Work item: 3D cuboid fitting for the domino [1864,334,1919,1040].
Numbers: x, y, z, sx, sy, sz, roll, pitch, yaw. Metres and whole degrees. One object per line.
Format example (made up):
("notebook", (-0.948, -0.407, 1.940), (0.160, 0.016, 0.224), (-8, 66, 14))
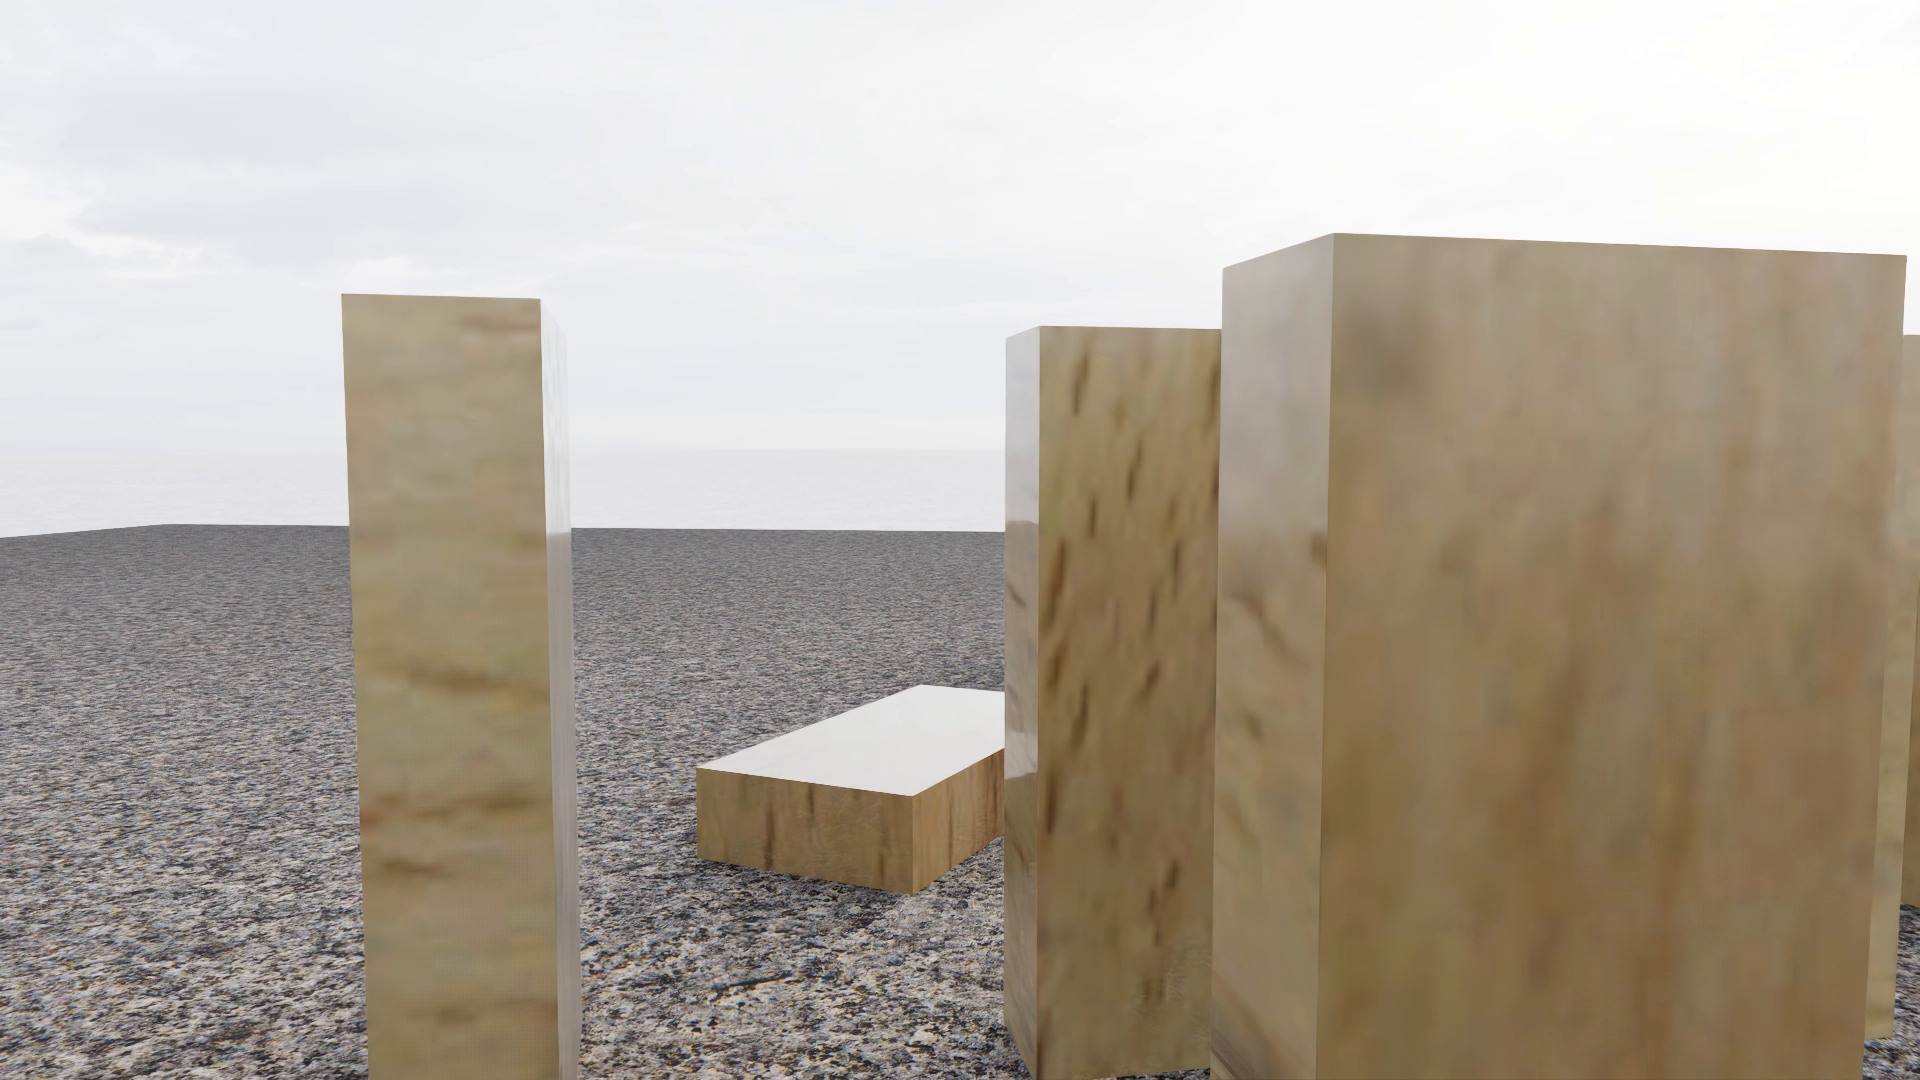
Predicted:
("domino", (0.059, 0.010, 0.101), (0.009, 0.050, 0.025), (-1, 4, -14))

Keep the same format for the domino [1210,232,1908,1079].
("domino", (0.024, 0.013, 0.055), (0.025, 0.050, 0.009), (-1, 4, -13))

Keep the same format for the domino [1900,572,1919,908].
("domino", (0.095, 0.009, 0.111), (0.010, 0.050, 0.025), (-1, 5, -19))

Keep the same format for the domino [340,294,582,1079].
("domino", (-0.029, 0.012, 0.079), (0.009, 0.050, 0.025), (-1, 4, -14))

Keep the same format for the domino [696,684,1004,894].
("domino", (-0.005, 0.027, 0.149), (0.025, 0.009, 0.050), (2, 5, 26))

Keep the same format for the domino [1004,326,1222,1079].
("domino", (0.016, 0.011, 0.090), (0.025, 0.050, 0.009), (-1, 4, -11))
